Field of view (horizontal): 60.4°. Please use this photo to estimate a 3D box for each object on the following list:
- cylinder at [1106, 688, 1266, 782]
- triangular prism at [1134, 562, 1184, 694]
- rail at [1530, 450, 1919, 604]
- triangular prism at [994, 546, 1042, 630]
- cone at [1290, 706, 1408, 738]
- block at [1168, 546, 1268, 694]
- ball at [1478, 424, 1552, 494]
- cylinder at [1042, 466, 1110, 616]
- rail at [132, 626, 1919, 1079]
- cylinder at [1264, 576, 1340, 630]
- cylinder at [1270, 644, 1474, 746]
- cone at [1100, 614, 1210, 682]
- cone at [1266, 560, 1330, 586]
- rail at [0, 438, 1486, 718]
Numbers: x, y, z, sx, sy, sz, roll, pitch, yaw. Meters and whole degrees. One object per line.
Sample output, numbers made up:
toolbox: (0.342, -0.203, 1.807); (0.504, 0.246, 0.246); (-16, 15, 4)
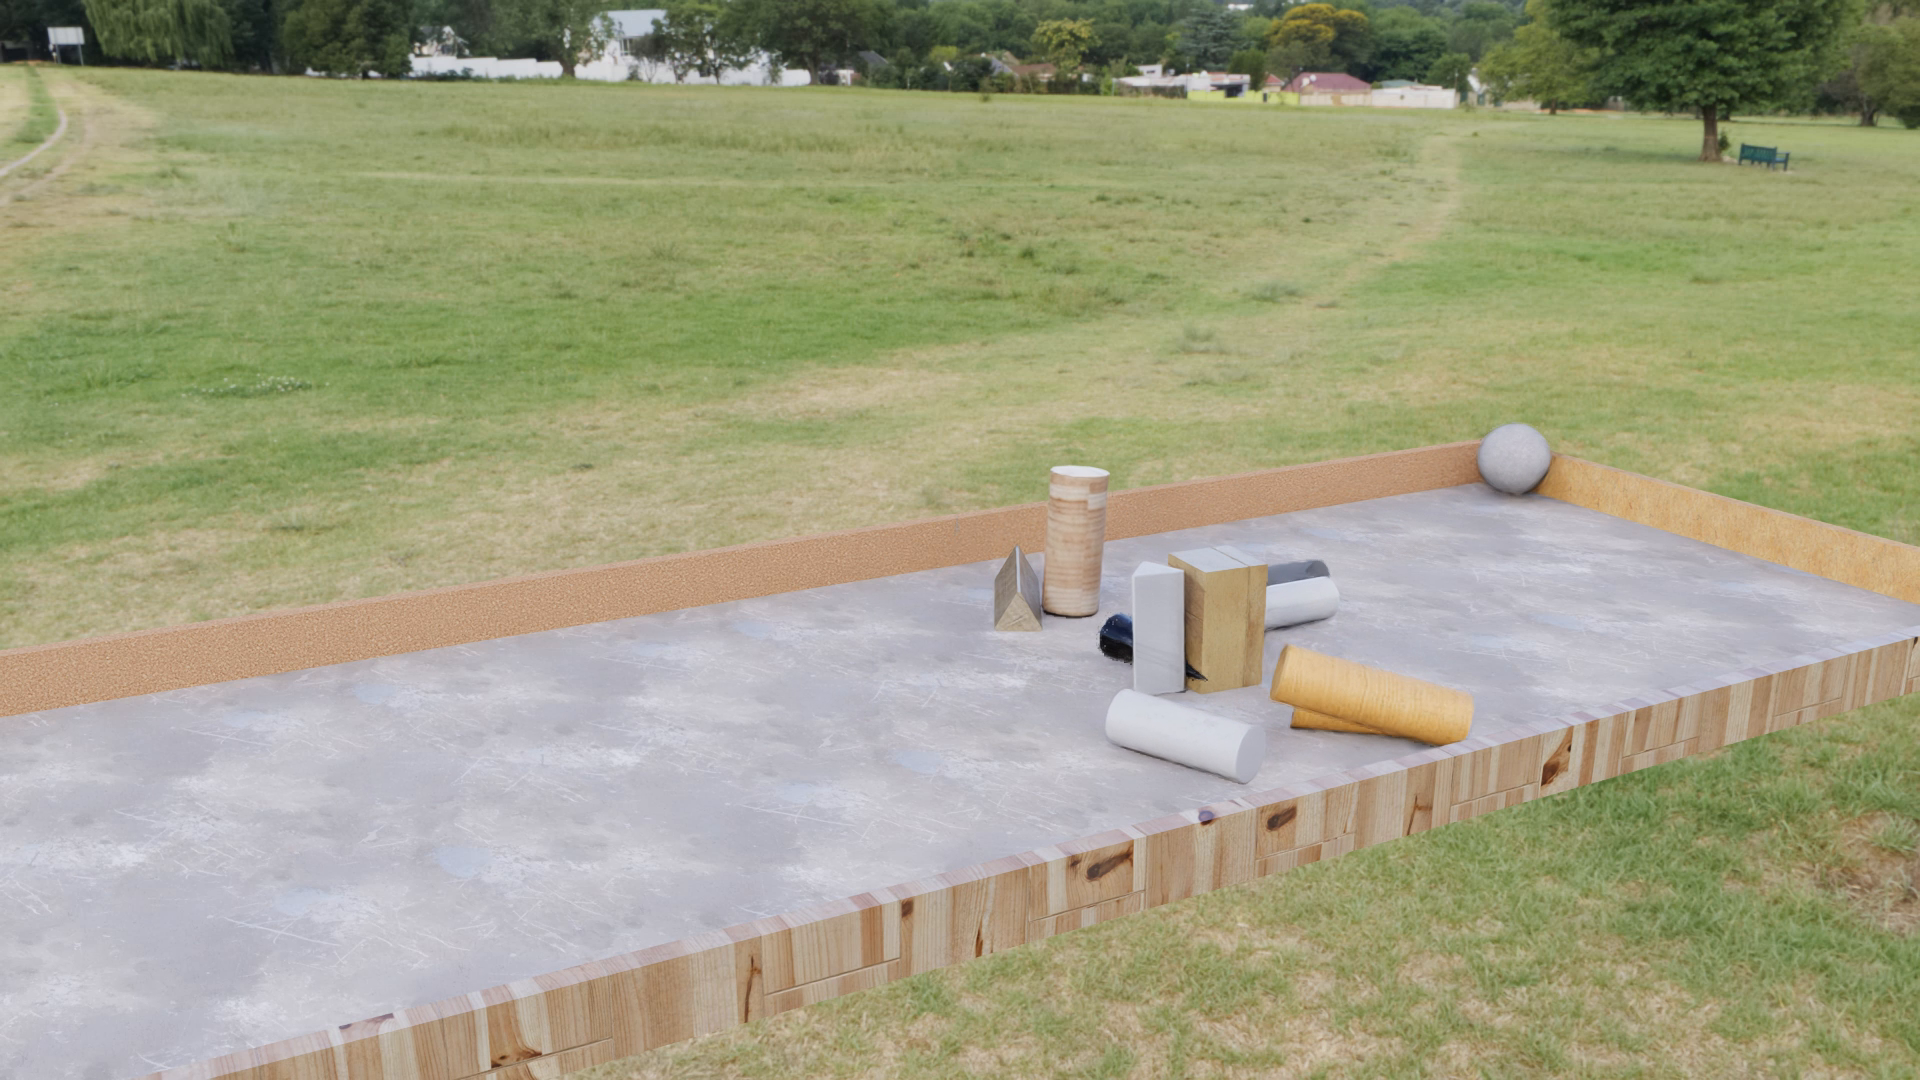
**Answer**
cylinder: (0.498, 0.431, 3.659); (0.334, 0.129, 0.129); (13, 21, 37)
triangular prism: (0.474, 0.215, 4.071); (0.129, 0.308, 0.112); (-5, 16, -11)
rail: (2.466, -0.048, 5.253); (0.050, 0.150, 2.100); (-9, 18, -27)
triangular prism: (0.165, 0.131, 4.701); (0.129, 0.111, 0.444); (1, 16, 1)
cone: (0.971, 0.424, 3.816); (0.391, 0.108, 0.108); (11, 18, 10)
block: (0.637, 0.197, 4.126); (0.177, 0.315, 0.177); (-7, 18, -22)
ball: (1.961, -0.288, 5.837); (0.248, 0.248, 0.248); (0, 16, 0)
cylinder: (0.323, 0.001, 4.630); (0.163, 0.395, 0.163); (3, 13, -1)
rail: (-2.336, 1.006, 1.665); (12.000, 0.150, 0.050); (-9, 18, -27)
cylinder: (0.820, 0.189, 4.504); (0.452, 0.118, 0.118); (-8, 18, -26)
cylinder: (0.932, 0.355, 3.742); (0.428, 0.134, 0.134); (15, 18, 4)
cone: (0.510, 0.297, 4.152); (0.119, 0.119, 0.366); (-10, 21, -31)
cone: (0.863, 0.114, 4.847); (0.135, 0.135, 0.437); (-15, 13, -42)
rail: (-3.305, 0.497, 3.399); (12.000, 0.150, 0.050); (-9, 18, -27)
